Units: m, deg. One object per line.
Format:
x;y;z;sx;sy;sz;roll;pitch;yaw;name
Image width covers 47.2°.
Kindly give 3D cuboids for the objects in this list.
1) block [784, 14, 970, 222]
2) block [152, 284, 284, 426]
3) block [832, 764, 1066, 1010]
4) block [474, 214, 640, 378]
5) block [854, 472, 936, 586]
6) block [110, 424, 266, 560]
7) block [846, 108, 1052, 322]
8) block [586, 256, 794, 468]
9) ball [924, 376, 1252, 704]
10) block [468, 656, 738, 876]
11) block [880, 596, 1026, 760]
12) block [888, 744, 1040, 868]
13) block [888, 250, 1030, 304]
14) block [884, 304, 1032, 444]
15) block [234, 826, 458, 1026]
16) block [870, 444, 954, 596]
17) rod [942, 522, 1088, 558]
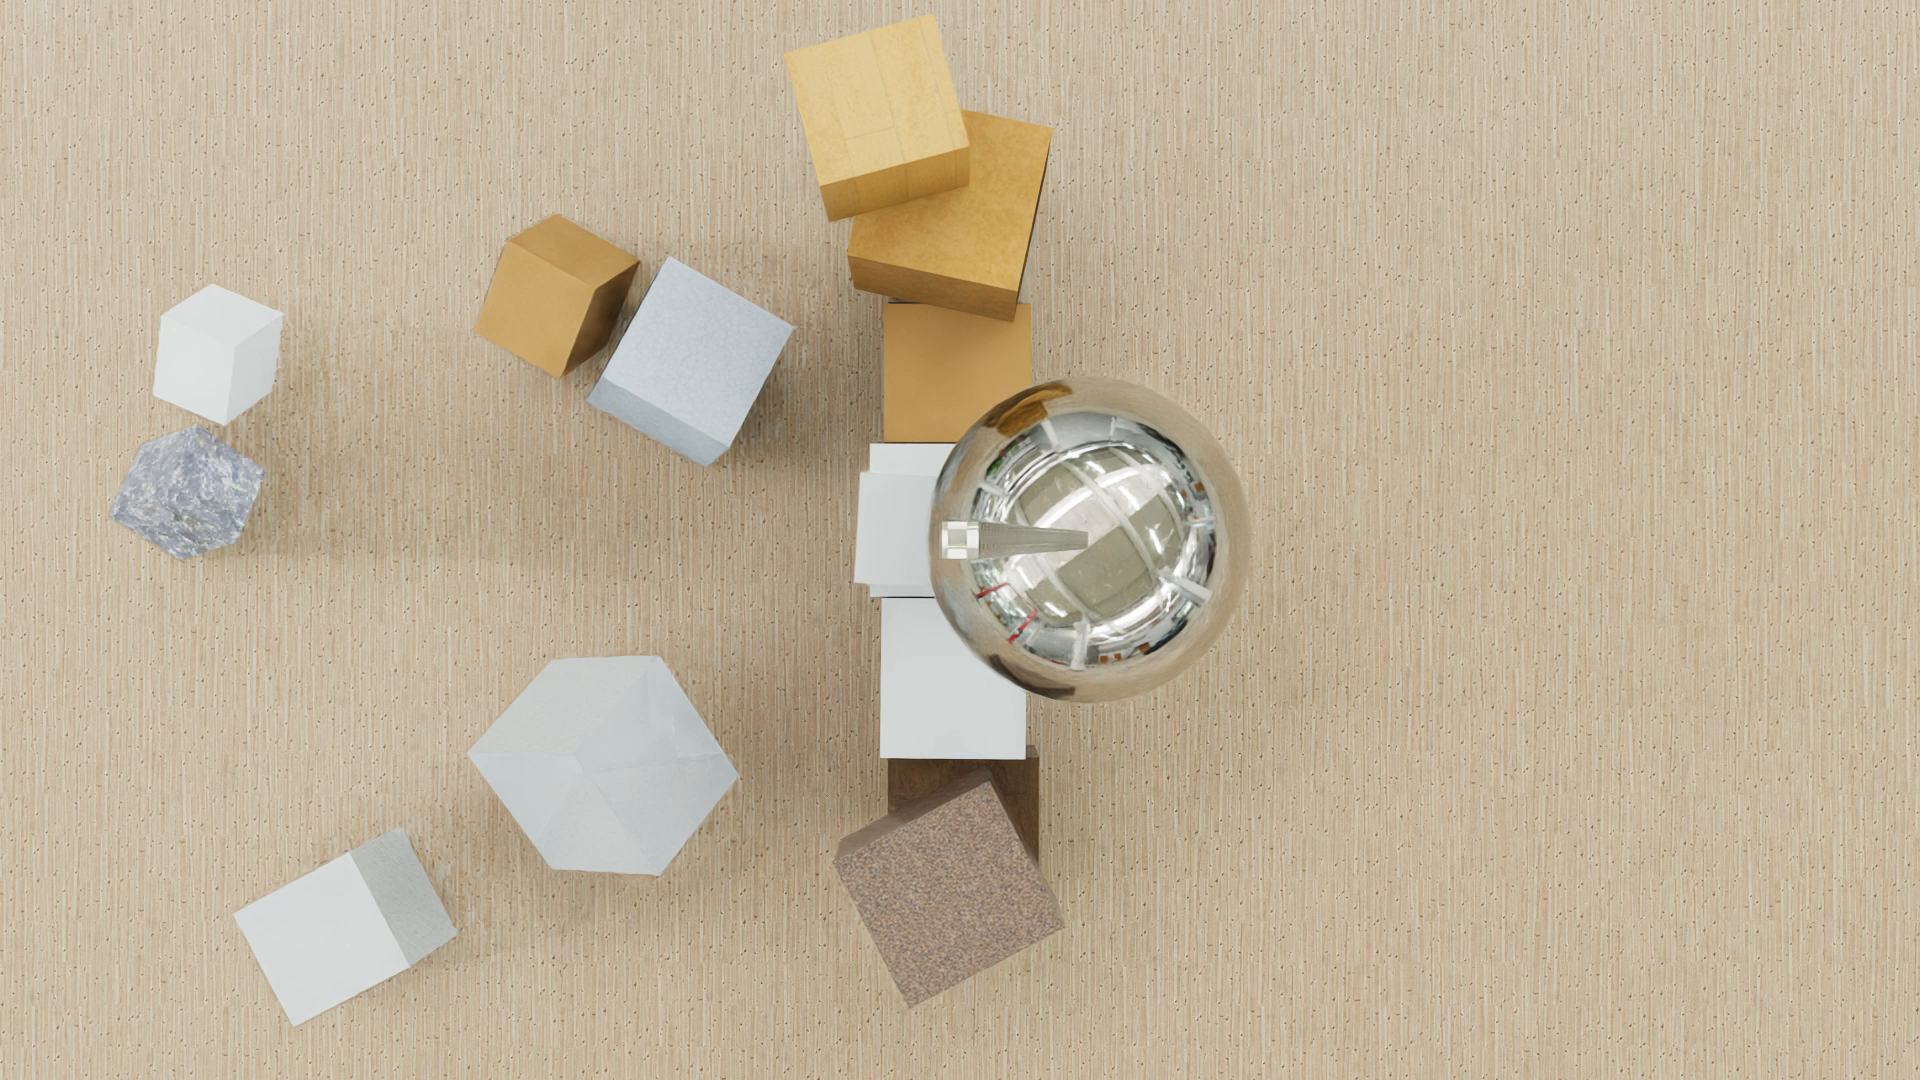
-0.401;-2.082;10.940;0.745;0.747;0.675;-15;85;-1;block
-4.106;-1.030;12.171;0.450;0.488;0.510;23;121;5;block
-0.061;1.832;11.797;0.911;0.920;0.853;-27;90;-1;block
-2.295;-1.398;12.568;0.563;0.619;0.604;29;117;4;block
-0.194;-0.046;11.736;0.677;0.688;0.573;3;90;0;block
-4.404;-0.267;12.554;0.562;0.496;0.486;-13;51;37;block
-0.051;-1.752;11.716;0.894;0.858;0.872;12;85;1;block
-1.540;-0.994;12.454;0.791;0.809;0.777;29;77;-11;block
0.622;0.000;10.748;1.600;1.600;1.600;0;90;0;ball
-1.982;1.251;12.260;0.789;0.919;0.893;-52;124;-38;block
-0.036;0.761;12.537;0.797;0.926;0.879;1;90;0;block
0.019;1.670;12.630;0.844;0.741;0.918;0;90;0;block
-0.005;-1.725;12.591;0.793;0.819;0.821;0;90;0;block
-0.014;-0.920;12.553;0.809;0.894;0.764;0;90;0;block
-3.501;2.197;12.583;0.787;0.712;0.719;-28;90;10;block
-0.036;-0.109;12.539;0.915;0.920;0.841;0;90;0;block
0.270;0.000;7.366;0.080;5.200;0.080;0;90;6;rod
